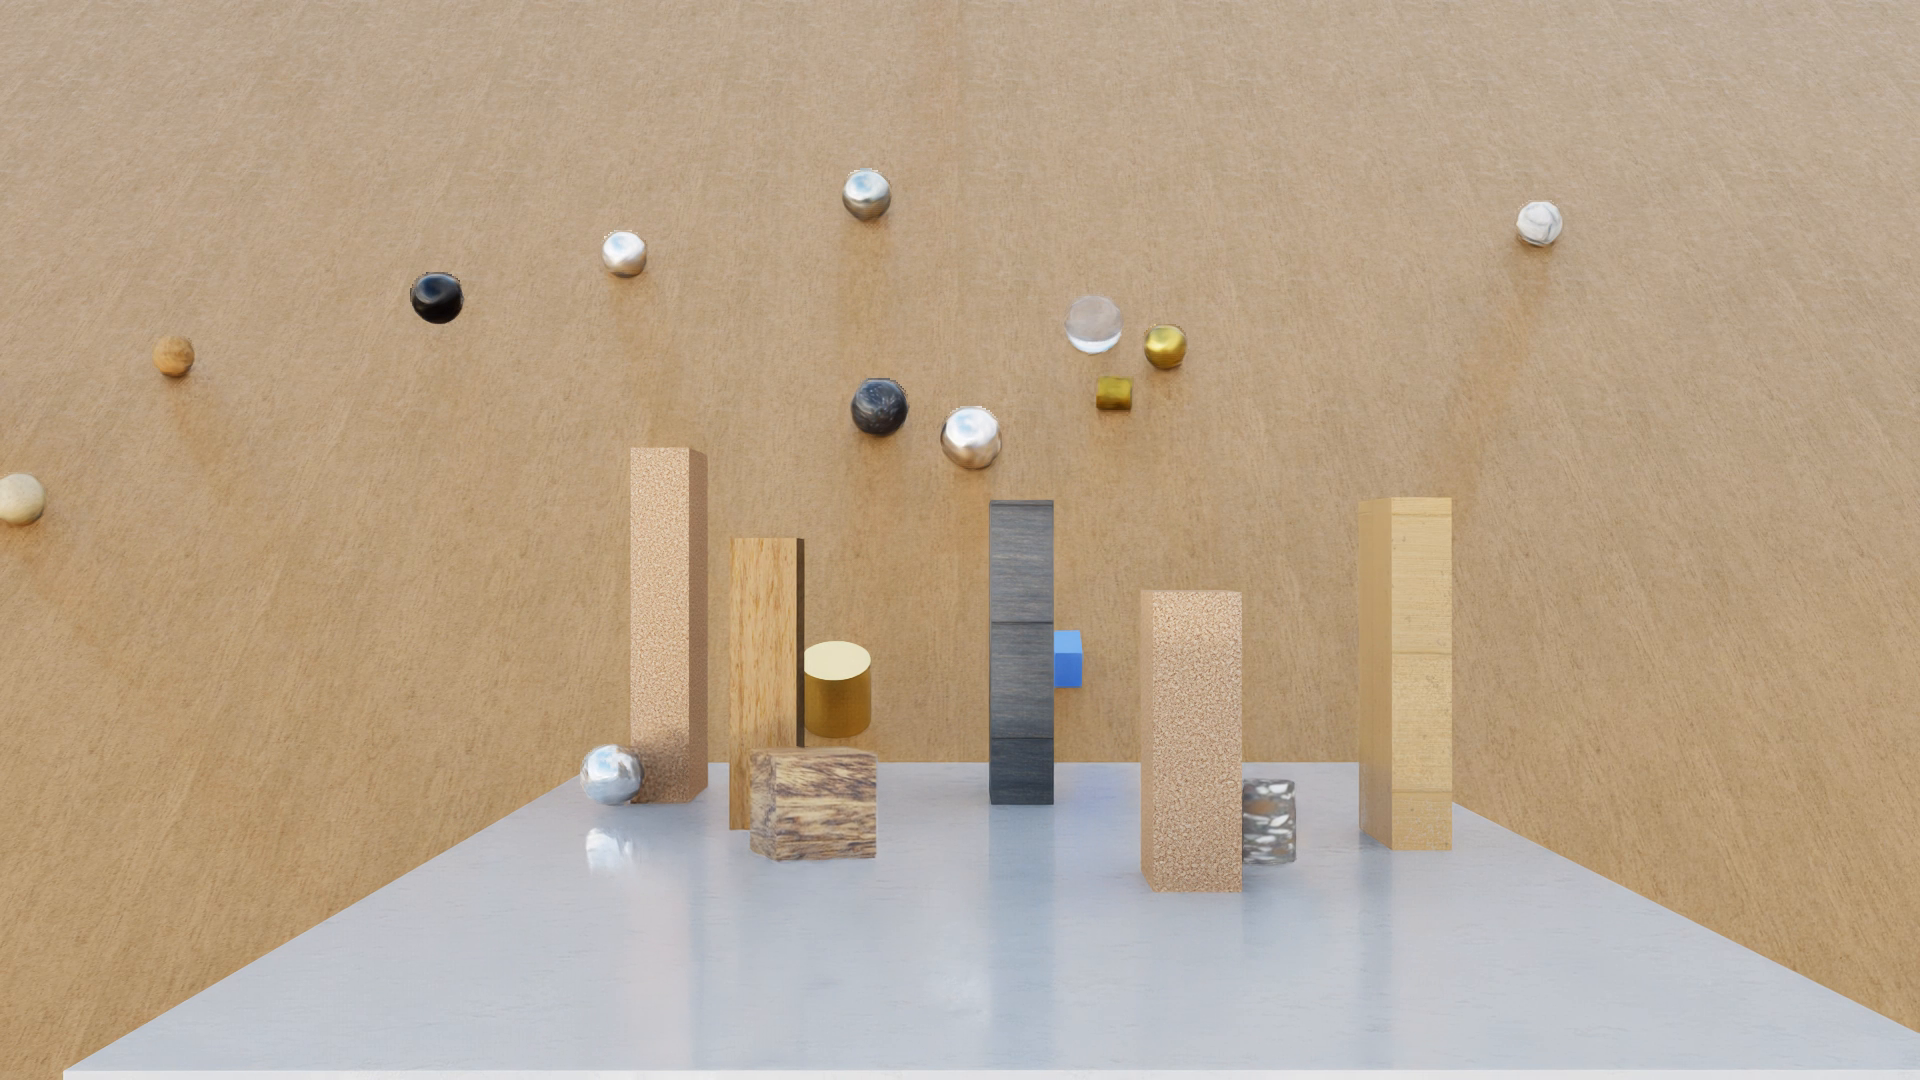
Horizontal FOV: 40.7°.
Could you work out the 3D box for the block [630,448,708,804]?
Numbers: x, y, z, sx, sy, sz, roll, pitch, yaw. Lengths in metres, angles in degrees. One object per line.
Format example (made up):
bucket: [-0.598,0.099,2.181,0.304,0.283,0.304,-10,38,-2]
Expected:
block: [-0.649,0.185,5.807,0.126,0.768,0.423,0,0,0]

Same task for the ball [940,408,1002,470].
ball: [0.036,-0.318,8.151,0.195,0.195,0.195,0,31,0]

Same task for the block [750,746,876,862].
block: [-0.265,0.471,4.645,0.182,0.182,0.182,0,0,-19]

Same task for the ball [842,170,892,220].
ball: [-0.352,-1.303,9.799,0.187,0.187,0.187,0,31,0]

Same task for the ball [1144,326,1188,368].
ball: [0.694,-0.653,8.756,0.146,0.146,0.146,0,31,0]

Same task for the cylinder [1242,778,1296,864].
cylinder: [0.520,0.493,4.547,0.137,0.137,0.137,0,0,0]

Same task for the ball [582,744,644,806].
ball: [-0.742,0.502,5.536,0.131,0.131,0.131,0,31,0]

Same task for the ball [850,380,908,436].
ball: [-0.260,-0.426,8.341,0.184,0.184,0.184,0,31,0]

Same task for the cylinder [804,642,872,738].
cylinder: [-0.333,0.402,6.956,0.189,0.189,0.189,0,31,0]

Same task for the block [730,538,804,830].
block: [-0.384,0.281,5.182,0.130,0.569,0.269,0,0,0]

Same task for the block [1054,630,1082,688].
block: [0.278,0.328,7.153,0.112,0.112,0.112,-1,31,-2]

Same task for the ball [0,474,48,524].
ball: [-2.855,-0.124,7.864,0.157,0.157,0.157,0,31,0]

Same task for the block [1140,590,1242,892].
block: [0.377,0.322,4.247,0.141,0.476,0.280,0,0,0]

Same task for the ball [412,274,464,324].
ball: [-1.824,-0.842,9.041,0.178,0.178,0.178,0,31,0]

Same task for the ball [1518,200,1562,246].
ball: [2.151,-1.175,9.609,0.164,0.164,0.164,0,31,0]

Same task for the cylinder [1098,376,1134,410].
cylinder: [0.509,-0.481,8.505,0.109,0.109,0.109,4,31,6]

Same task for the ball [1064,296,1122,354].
ball: [0.457,-0.736,8.843,0.198,0.198,0.198,0,31,0]

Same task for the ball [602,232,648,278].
ball: [-1.215,-1.032,9.369,0.165,0.165,0.165,0,31,0]

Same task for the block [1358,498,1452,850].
block: [0.836,0.244,4.884,0.109,0.639,0.386,0,0,0]

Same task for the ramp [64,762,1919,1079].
ramp: [0.069,0.612,4.685,2.000,0.100,4.000,0,0,0]

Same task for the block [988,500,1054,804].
block: [0.134,0.242,5.733,0.135,0.654,0.364,0,0,0]

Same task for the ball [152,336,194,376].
ball: [-2.645,-0.620,8.711,0.136,0.136,0.136,0,31,0]
